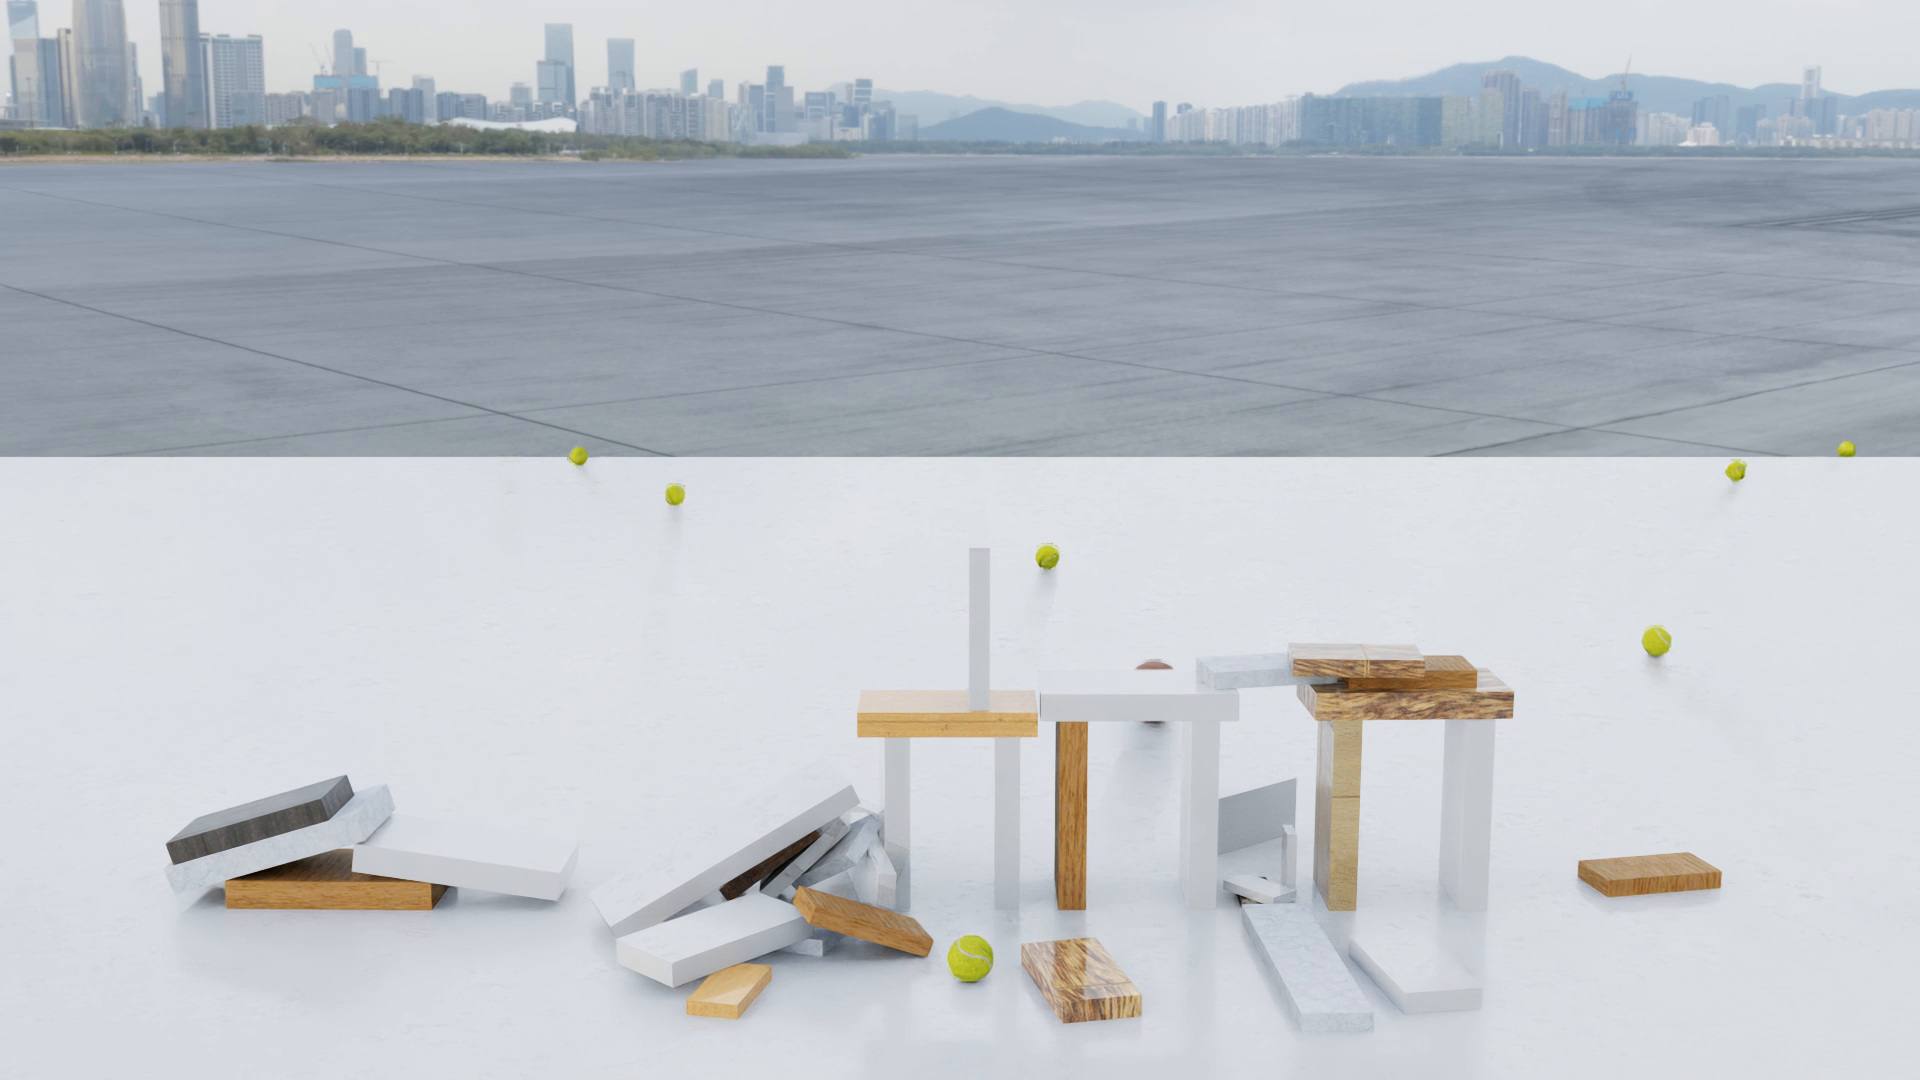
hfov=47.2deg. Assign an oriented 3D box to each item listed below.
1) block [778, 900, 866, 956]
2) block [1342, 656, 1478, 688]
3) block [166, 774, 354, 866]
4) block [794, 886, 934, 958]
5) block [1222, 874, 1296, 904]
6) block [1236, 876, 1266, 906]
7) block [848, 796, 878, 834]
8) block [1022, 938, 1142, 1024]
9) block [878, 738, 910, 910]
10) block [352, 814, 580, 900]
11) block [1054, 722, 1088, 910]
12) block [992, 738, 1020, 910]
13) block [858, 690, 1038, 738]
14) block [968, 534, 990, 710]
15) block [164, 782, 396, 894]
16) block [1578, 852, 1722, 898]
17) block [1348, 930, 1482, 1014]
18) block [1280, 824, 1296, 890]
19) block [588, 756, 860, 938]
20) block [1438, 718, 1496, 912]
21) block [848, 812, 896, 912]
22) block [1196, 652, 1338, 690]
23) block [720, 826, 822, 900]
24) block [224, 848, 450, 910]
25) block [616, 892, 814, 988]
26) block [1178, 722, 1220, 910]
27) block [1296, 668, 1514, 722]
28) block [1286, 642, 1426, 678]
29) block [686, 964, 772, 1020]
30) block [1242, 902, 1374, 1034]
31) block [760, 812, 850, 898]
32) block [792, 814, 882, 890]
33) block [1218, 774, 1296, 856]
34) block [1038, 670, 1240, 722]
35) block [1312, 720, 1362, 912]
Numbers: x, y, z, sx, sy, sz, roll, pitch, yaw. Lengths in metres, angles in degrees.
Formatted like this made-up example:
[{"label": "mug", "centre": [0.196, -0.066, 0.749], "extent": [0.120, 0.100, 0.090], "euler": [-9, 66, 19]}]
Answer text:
[{"label": "block", "centre": [-0.225, 0.611, 3.487], "extent": [0.091, 0.026, 0.182], "euler": [4, 11, 19]}, {"label": "block", "centre": [0.731, 0.216, 3.601], "extent": [0.208, 0.029, 0.104], "euler": [0, 11, -1]}, {"label": "block", "centre": [-1.157, 0.462, 3.642], "extent": [0.273, 0.039, 0.136], "euler": [-16, 10, 5]}, {"label": "block", "centre": [-0.150, 0.589, 3.396], "extent": [0.202, 0.029, 0.101], "euler": [20, 3, -21]}, {"label": "block", "centre": [0.493, 0.575, 3.618], "extent": [0.056, 0.016, 0.112], "euler": [-9, 14, -39]}, {"label": "block", "centre": [0.488, 0.585, 3.650], "extent": [0.056, 0.016, 0.112], "euler": [0, 11, -1]}, {"label": "block", "centre": [-0.163, 0.509, 3.829], "extent": [0.029, 0.101, 0.202], "euler": [-7, 13, -35]}, {"label": "block", "centre": [0.177, 0.650, 3.256], "extent": [0.117, 0.033, 0.235], "euler": [-2, 11, -13]}, {"label": "block", "centre": [-0.109, 0.447, 3.641], "extent": [0.041, 0.291, 0.145], "euler": [-1, 11, -6]}, {"label": "block", "centre": [-0.818, 0.525, 3.658], "extent": [0.338, 0.048, 0.169], "euler": [8, 11, 0]}, {"label": "block", "centre": [0.183, 0.433, 3.640], "extent": [0.045, 0.319, 0.159], "euler": [0, 11, 0]}, {"label": "block", "centre": [0.077, 0.448, 3.639], "extent": [0.041, 0.291, 0.145], "euler": [0, 11, 0]}, {"label": "block", "centre": [-0.020, 0.285, 3.609], "extent": [0.291, 0.041, 0.145], "euler": [0, 11, 0]}, {"label": "block", "centre": [0.031, 0.133, 3.582], "extent": [0.033, 0.267, 0.117], "euler": [0, 11, 0]}, {"label": "block", "centre": [-1.129, 0.496, 3.662], "extent": [0.338, 0.048, 0.169], "euler": [-16, 10, 6]}, {"label": "block", "centre": [1.166, 0.565, 3.720], "extent": [0.208, 0.029, 0.104], "euler": [-2, 11, -12]}, {"label": "block", "centre": [0.677, 0.644, 3.286], "extent": [0.117, 0.033, 0.235], "euler": [-2, 11, -10]}, {"label": "block", "centre": [0.547, 0.535, 3.657], "extent": [0.016, 0.112, 0.056], "euler": [0, 11, 0]}, {"label": "block", "centre": [-0.380, 0.496, 3.541], "extent": [0.440, 0.039, 0.136], "euler": [-30, 24, -15]}, {"label": "block", "centre": [0.837, 0.433, 3.637], "extent": [0.045, 0.320, 0.160], "euler": [0, 11, 0]}, {"label": "block", "centre": [-0.148, 0.546, 3.623], "extent": [0.029, 0.101, 0.326], "euler": [2, 10, -11]}, {"label": "block", "centre": [0.503, 0.214, 3.615], "extent": [0.208, 0.029, 0.104], "euler": [-2, 11, -10]}, {"label": "block", "centre": [-0.315, 0.522, 3.663], "extent": [0.191, 0.027, 0.095], "euler": [-36, 11, 4]}, {"label": "block", "centre": [-1.029, 0.565, 3.671], "extent": [0.338, 0.048, 0.169], "euler": [0, 11, 1]}, {"label": "block", "centre": [-0.371, 0.606, 3.350], "extent": [0.273, 0.039, 0.136], "euler": [-12, 16, -43]}, {"label": "block", "centre": [0.396, 0.433, 3.640], "extent": [0.045, 0.319, 0.159], "euler": [0, 11, 0]}, {"label": "block", "centre": [0.727, 0.252, 3.609], "extent": [0.320, 0.045, 0.160], "euler": [0, 11, -2]}, {"label": "block", "centre": [0.638, 0.194, 3.553], "extent": [0.208, 0.029, 0.104], "euler": [1, 11, 3]}, {"label": "block", "centre": [-0.338, 0.660, 3.229], "extent": [0.077, 0.022, 0.155], "euler": [3, 11, 13]}, {"label": "block", "centre": [0.519, 0.640, 3.320], "extent": [0.104, 0.029, 0.446], "euler": [-1, 11, -4]}, {"label": "block", "centre": [-0.258, 0.520, 3.659], "extent": [0.182, 0.026, 0.091], "euler": [-42, 10, 4]}, {"label": "block", "centre": [-0.208, 0.518, 3.637], "extent": [0.182, 0.026, 0.091], "euler": [-32, 19, 48]}, {"label": "block", "centre": [0.518, 0.490, 3.924], "extent": [0.208, 0.104, 0.029], "euler": [-9, 14, -39]}, {"label": "block", "centre": [0.289, 0.255, 3.606], "extent": [0.319, 0.045, 0.159], "euler": [0, 11, 0]}, {"label": "block", "centre": [0.624, 0.433, 3.637], "extent": [0.045, 0.320, 0.160], "euler": [0, 11, 0]}]
